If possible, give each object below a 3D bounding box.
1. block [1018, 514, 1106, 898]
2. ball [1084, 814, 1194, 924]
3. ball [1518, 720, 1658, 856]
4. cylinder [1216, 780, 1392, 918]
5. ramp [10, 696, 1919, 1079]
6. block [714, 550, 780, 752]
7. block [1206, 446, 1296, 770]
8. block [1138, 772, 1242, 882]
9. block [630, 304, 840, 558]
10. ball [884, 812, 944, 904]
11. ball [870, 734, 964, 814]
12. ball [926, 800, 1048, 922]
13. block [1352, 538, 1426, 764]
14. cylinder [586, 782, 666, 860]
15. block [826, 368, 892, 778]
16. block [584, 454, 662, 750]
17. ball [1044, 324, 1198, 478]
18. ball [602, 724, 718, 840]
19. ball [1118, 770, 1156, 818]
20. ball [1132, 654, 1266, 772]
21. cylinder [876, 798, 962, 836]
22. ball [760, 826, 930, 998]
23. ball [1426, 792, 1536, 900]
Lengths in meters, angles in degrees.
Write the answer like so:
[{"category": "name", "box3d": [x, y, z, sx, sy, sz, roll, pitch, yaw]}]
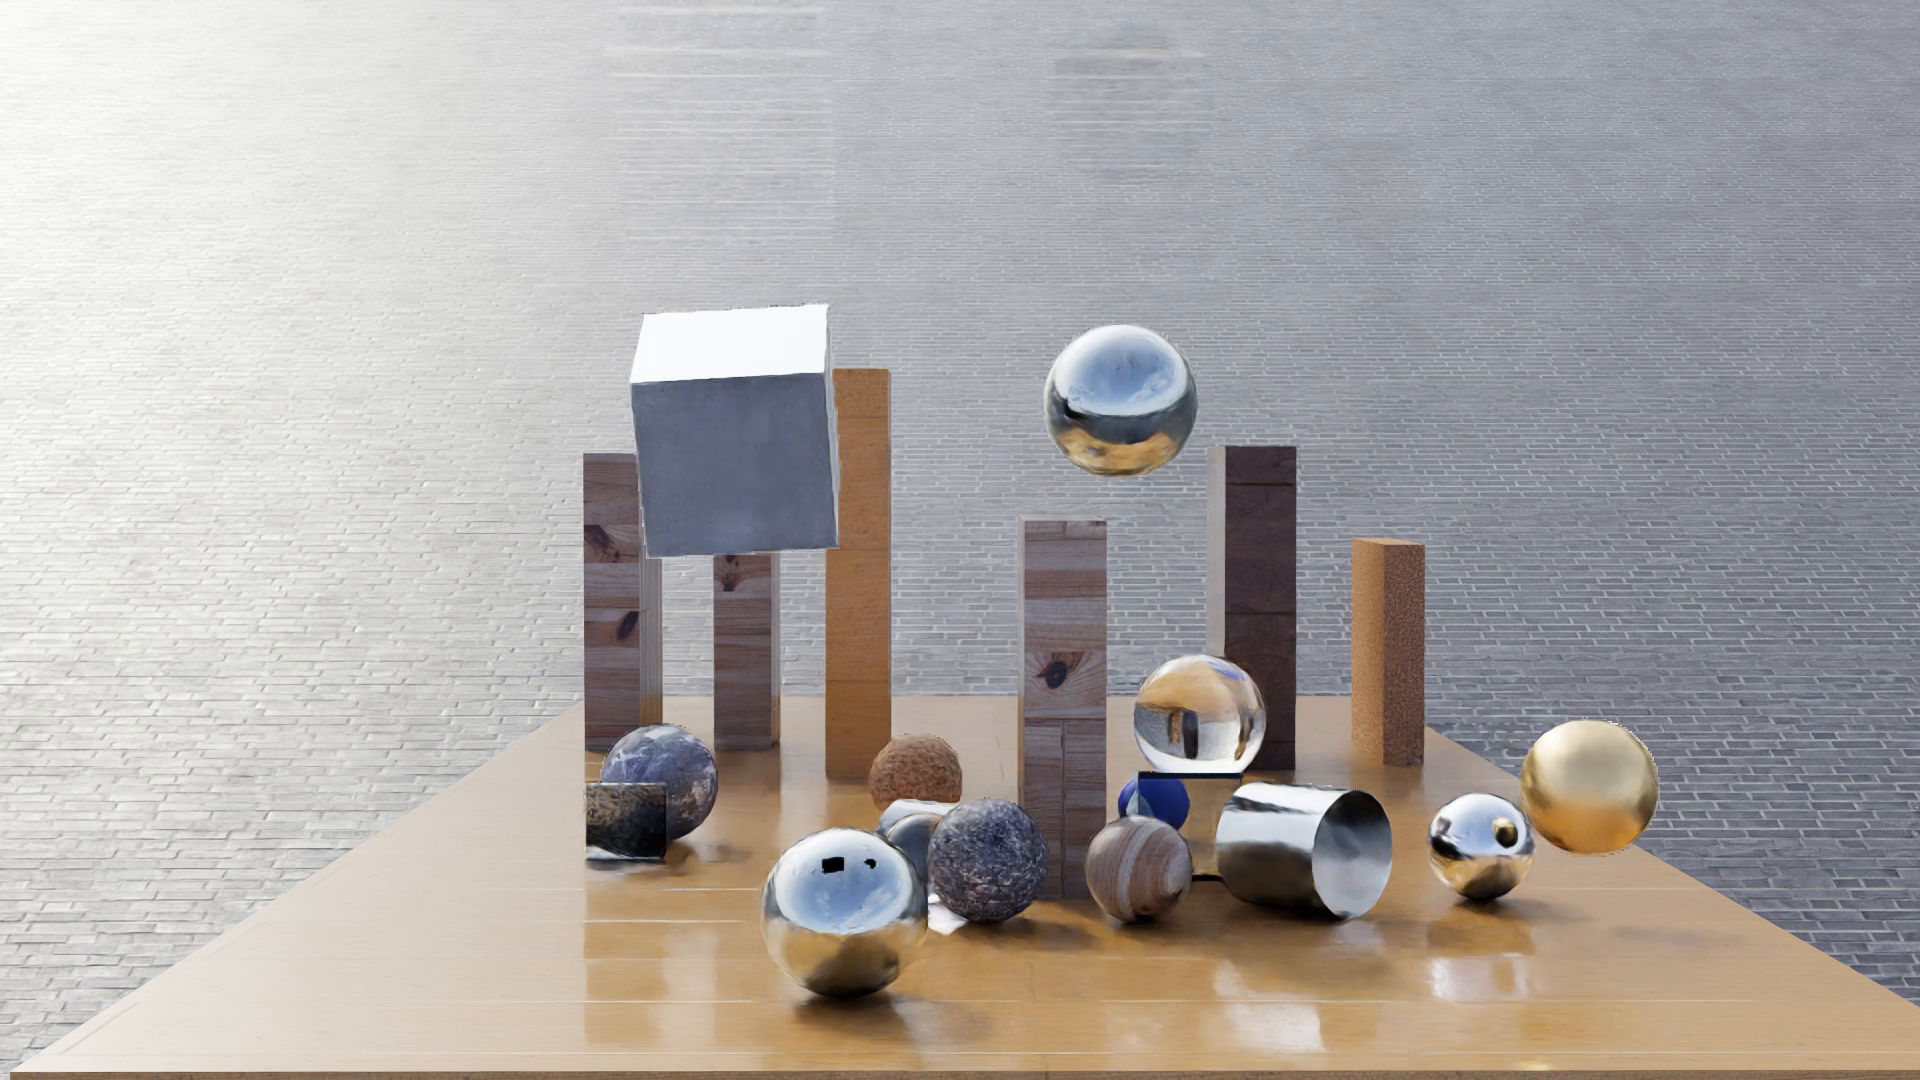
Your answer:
[{"category": "block", "box3d": [0.145, 0.227, 3.742, 0.113, 0.520, 0.406, 0, 2, 0]}, {"category": "ball", "box3d": [0.233, 0.429, 3.363, 0.141, 0.141, 0.141, 0, 25, 0]}, {"category": "ball", "box3d": [0.829, 0.327, 3.400, 0.179, 0.179, 0.179, 0, 25, 0]}, {"category": "cylinder", "box3d": [0.460, 0.412, 3.445, 0.167, 0.167, 0.167, -23, 16, -40]}, {"category": "ramp", "box3d": [0.057, 0.512, 4.553, 2.000, 0.100, 4.000, 0, 2, 0]}, {"category": "block", "box3d": [-0.450, 0.120, 5.465, 0.119, 0.625, 0.282, 0, 2, 0]}, {"category": "block", "box3d": [0.582, 0.127, 5.180, 0.138, 0.628, 0.373, 0, 2, 0]}, {"category": "block", "box3d": [0.324, 0.406, 3.637, 0.143, 0.143, 0.143, 0, -11, 5]}, {"category": "block", "box3d": [-0.231, -0.116, 2.698, 0.194, 0.194, 0.194, -3, 25, 0]}, {"category": "ball", "box3d": [-0.048, 0.433, 3.509, 0.125, 0.125, 0.125, 0, 25, 0]}, {"category": "ball", "box3d": [-0.072, 0.395, 4.220, 0.154, 0.154, 0.154, 0, 25, 0]}, {"category": "ball", "box3d": [0.036, 0.420, 3.369, 0.160, 0.160, 0.160, 0, 25, 0]}, {"category": "block", "box3d": [0.877, 0.220, 5.294, 0.080, 0.435, 0.415, 0, 2, 0]}, {"category": "cylinder", "box3d": [-0.503, 0.423, 3.877, 0.117, 0.117, 0.117, 1, 24, -8]}, {"category": "block", "box3d": [-0.196, 0.060, 5.016, 0.119, 0.775, 0.269, 0, 2, 0]}, {"category": "block", "box3d": [-0.723, 0.122, 5.551, 0.115, 0.616, 0.415, 0, 2, 0]}, {"category": "ball", "box3d": [0.176, -0.152, 2.825, 0.169, 0.169, 0.169, 0, 25, 0]}, {"category": "ball", "box3d": [-0.475, 0.385, 4.083, 0.185, 0.185, 0.185, 0, 25, 0]}, {"category": "ball", "box3d": [0.306, 0.420, 4.071, 0.113, 0.113, 0.113, 0, 25, 0]}, {"category": "ball", "box3d": [0.360, 0.271, 3.875, 0.200, 0.200, 0.200, 0, 25, 0]}, {"category": "cylinder", "box3d": [-0.040, 0.430, 3.673, 0.114, 0.114, 0.114, 1, 19, 42]}, {"category": "ball", "box3d": [-0.130, 0.419, 2.901, 0.191, 0.191, 0.191, 0, 25, 0]}, {"category": "ball", "box3d": [0.715, 0.420, 3.540, 0.147, 0.147, 0.147, 0, 25, 0]}]
